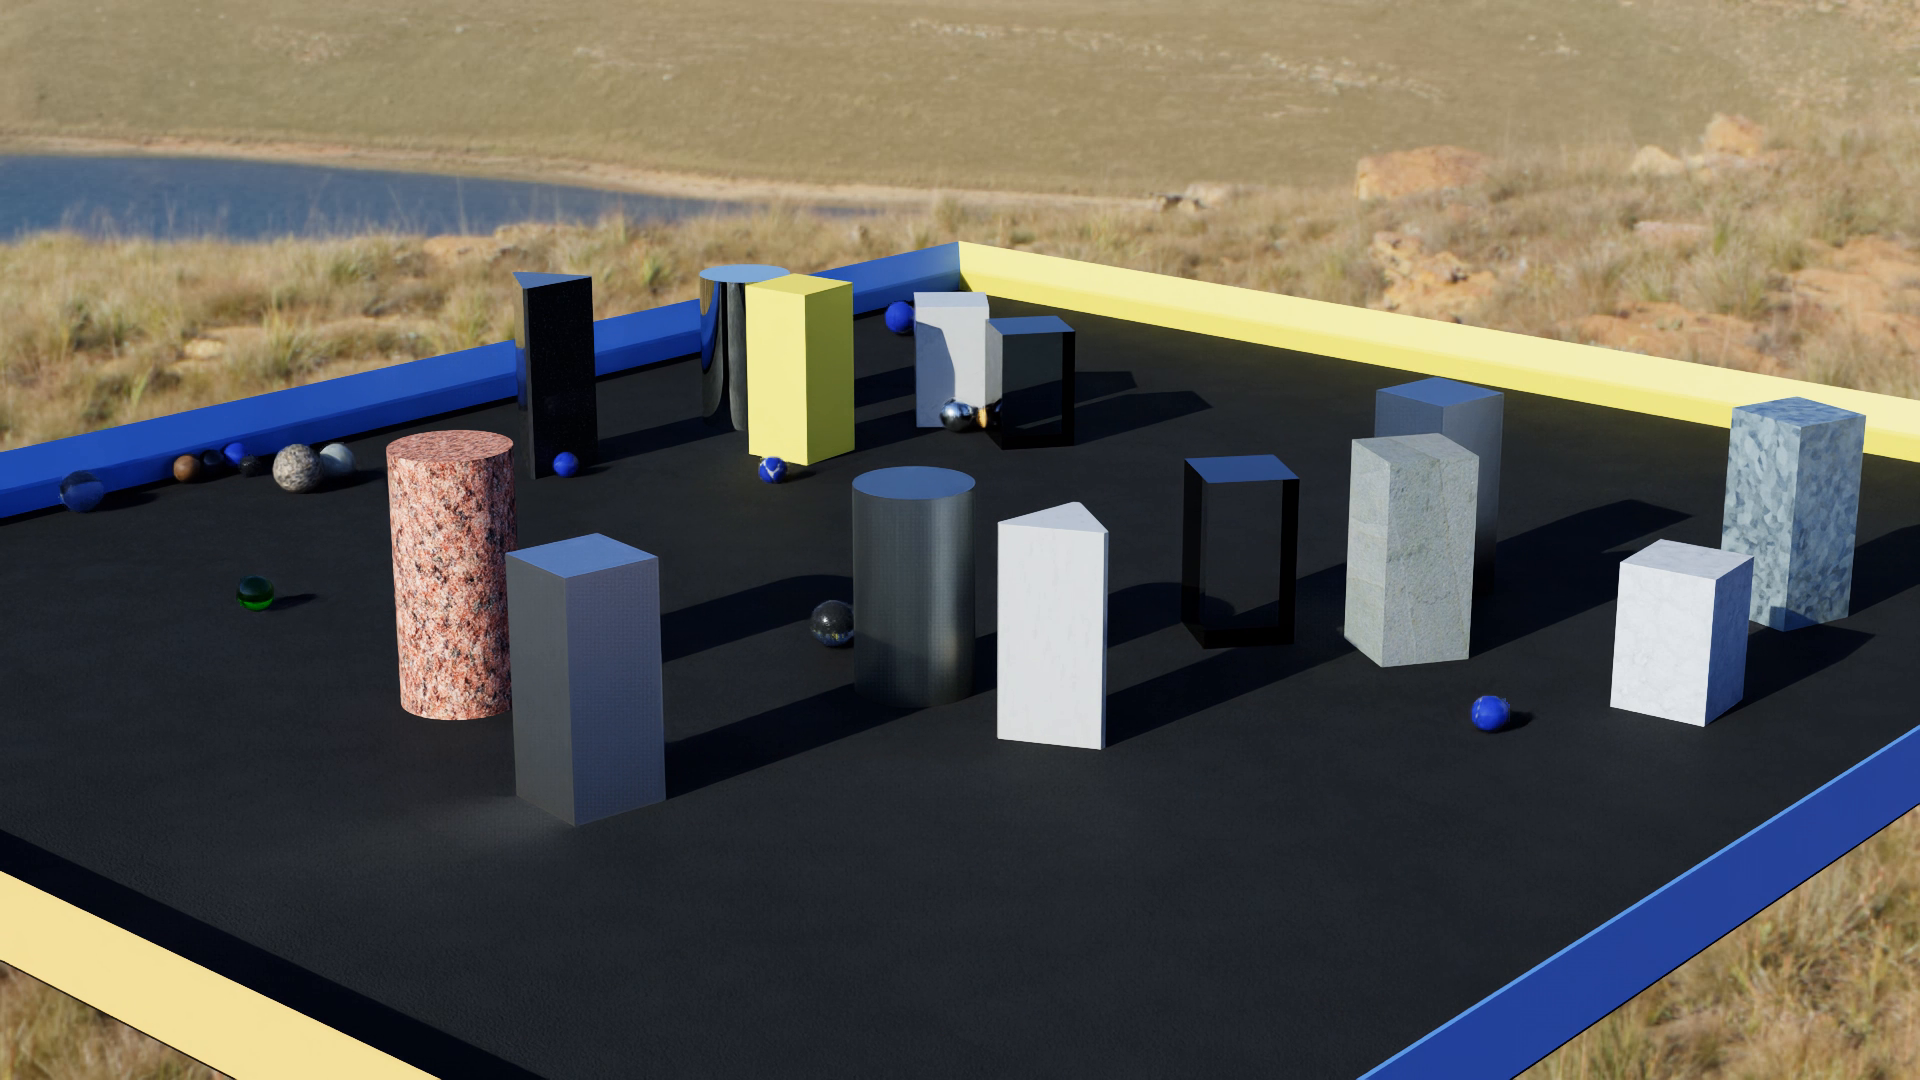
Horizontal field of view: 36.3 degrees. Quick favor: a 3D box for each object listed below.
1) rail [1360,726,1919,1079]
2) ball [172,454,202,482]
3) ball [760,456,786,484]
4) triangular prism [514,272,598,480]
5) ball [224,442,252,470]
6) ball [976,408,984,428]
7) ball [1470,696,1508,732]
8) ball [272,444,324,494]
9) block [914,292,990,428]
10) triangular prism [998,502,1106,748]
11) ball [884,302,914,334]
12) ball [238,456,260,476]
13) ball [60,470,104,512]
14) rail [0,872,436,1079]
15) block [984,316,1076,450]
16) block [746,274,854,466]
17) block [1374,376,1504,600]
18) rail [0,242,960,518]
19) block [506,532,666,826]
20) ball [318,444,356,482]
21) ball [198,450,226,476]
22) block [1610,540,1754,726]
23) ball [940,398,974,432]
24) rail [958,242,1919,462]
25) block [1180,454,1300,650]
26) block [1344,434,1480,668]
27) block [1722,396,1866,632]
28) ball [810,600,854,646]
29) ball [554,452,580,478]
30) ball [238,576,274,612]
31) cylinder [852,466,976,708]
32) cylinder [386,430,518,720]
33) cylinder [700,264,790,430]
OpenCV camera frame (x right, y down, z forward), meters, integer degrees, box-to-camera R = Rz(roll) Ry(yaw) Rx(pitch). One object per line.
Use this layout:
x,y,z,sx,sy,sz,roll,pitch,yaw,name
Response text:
1.254,0.346,4.078,0.045,0.125,3.871,14,22,39,rail
-1.533,-0.141,5.815,0.056,0.056,0.056,0,17,0,ball
-0.371,-0.141,5.814,0.055,0.055,0.055,0,17,0,ball
-0.844,-0.338,5.893,0.144,0.387,0.167,16,23,43,triangular prism
-1.453,-0.168,5.902,0.057,0.057,0.057,0,17,0,ball
0.057,-0.258,6.218,0.044,0.044,0.044,0,17,0,ball
0.807,0.265,4.470,0.056,0.056,0.056,0,17,0,ball
-1.297,-0.140,5.741,0.096,0.096,0.096,0,17,0,ball
-0.019,-0.388,6.279,0.154,0.259,0.154,-1,17,-2,block
0.157,0.125,4.444,0.167,0.339,0.144,5,18,16,triangular prism
-0.143,-0.535,7.081,0.077,0.077,0.077,0,17,0,ball
-1.422,-0.148,5.862,0.042,0.042,0.042,0,17,0,ball
-1.682,-0.093,5.614,0.081,0.081,0.081,0,17,0,ball
-1.253,0.449,3.738,3.369,0.125,0.045,14,22,39,rail
0.145,-0.329,6.111,0.154,0.244,0.154,-4,17,-12,block
-0.326,-0.350,5.996,0.154,0.352,0.154,12,21,35,block
0.825,-0.082,5.090,0.154,0.361,0.154,-13,21,-37,block
-1.254,-0.283,6.163,0.045,0.125,3.871,14,22,39,rail
-0.530,0.196,4.162,0.154,0.365,0.154,-14,22,-38,block
-1.238,-0.153,5.821,0.076,0.076,0.076,0,17,0,ball
-1.496,-0.154,5.861,0.054,0.054,0.054,0,17,0,ball
1.124,0.142,4.564,0.154,0.236,0.154,12,20,34,block
-0.007,-0.263,6.195,0.070,0.070,0.070,0,17,0,ball
1.253,-0.386,6.502,3.369,0.125,0.045,14,22,39,rail
0.465,0.018,4.890,0.154,0.285,0.154,-3,17,-10,block
0.737,0.015,4.801,0.154,0.343,0.154,-5,17,-15,block
1.411,-0.046,4.981,0.154,0.356,0.154,-10,19,-30,block
-0.210,0.139,4.854,0.076,0.076,0.076,0,17,0,ball
-0.786,-0.151,5.856,0.051,0.051,0.051,0,17,0,ball
-1.209,0.091,5.034,0.062,0.062,0.062,0,17,0,ball
-0.072,0.072,4.620,0.192,0.338,0.192,0,17,0,cylinder
-0.782,0.053,4.557,0.192,0.412,0.192,0,17,0,cylinder
-0.456,-0.412,6.257,0.192,0.319,0.192,0,17,0,cylinder
